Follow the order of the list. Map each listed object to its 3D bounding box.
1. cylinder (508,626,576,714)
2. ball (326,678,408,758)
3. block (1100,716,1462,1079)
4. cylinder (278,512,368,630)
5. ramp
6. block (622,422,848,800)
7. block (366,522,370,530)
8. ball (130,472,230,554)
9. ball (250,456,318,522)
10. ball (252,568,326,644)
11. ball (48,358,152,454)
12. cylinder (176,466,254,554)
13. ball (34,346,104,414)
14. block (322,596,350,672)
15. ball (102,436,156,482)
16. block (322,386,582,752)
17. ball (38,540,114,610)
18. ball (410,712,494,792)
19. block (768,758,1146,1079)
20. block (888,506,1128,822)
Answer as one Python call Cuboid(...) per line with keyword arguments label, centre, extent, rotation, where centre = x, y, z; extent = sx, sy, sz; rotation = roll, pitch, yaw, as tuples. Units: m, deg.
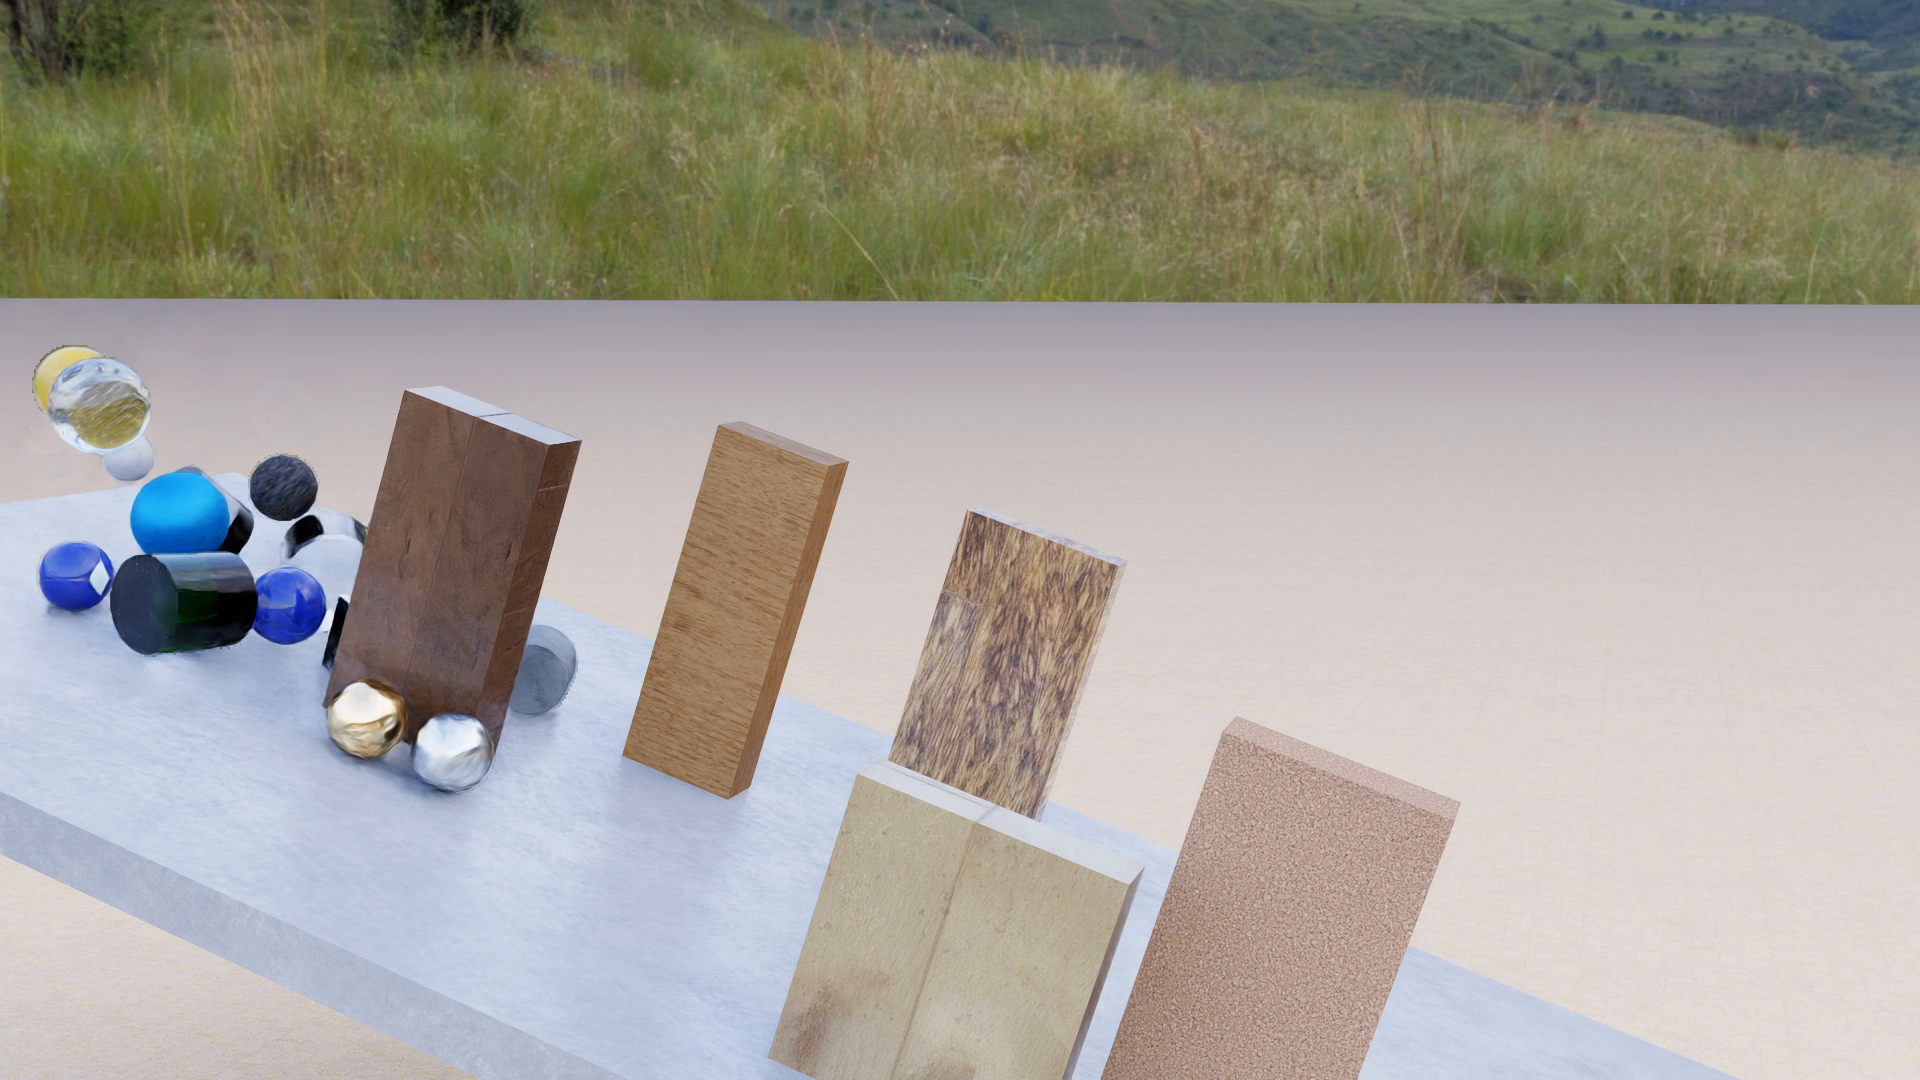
Cuboid(label="cylinder", centre=(-0.894, 0.272, 4.634), extent=(0.153, 0.153, 0.153), rotation=(0, 13, -2))
Cuboid(label="ball", centre=(-1.099, 0.332, 4.078), extent=(0.148, 0.148, 0.148), rotation=(0, 7, 0))
Cuboid(label="block", centre=(0.489, 0.675, 3.475), extent=(0.372, 0.695, 0.124), rotation=(21, 12, 14))
Cuboid(label="cylinder", centre=(-1.365, 0.066, 4.761), extent=(0.207, 0.207, 0.207), rotation=(-2, 18, -18))
Cuboid(label="ramp", centre=(-0.355, 0.669, 4.225), extent=(4.000, 0.100, 2.000), rotation=(21, 12, 14))
Cuboid(label="block", centre=(-0.459, 0.142, 4.473), extent=(0.246, 0.720, 0.119), rotation=(21, 12, 14))
Cuboid(label="block", centre=(-1.338, -0.021, 5.256), extent=(0.109, 0.109, 0.109), rotation=(-39, -8, -45))
Cuboid(label="ball", centre=(-1.631, -0.044, 4.600), extent=(0.197, 0.197, 0.197), rotation=(0, 7, 0))
Cuboid(label="ball", centre=(-1.476, -0.113, 4.798), extent=(0.143, 0.143, 0.143), rotation=(0, 7, 0))
Cuboid(label="ball", centre=(-1.365, 0.133, 4.457), extent=(0.157, 0.157, 0.157), rotation=(0, 7, 0))
Cuboid(label="ball", centre=(-1.714, -0.267, 4.381), extent=(0.193, 0.193, 0.193), rotation=(0, 7, 0))
Cuboid(label="cylinder", centre=(-1.663, -0.049, 4.811), extent=(0.163, 0.163, 0.163), rotation=(5, -31, 37))
Cuboid(label="ball", centre=(-1.841, -0.321, 4.585), extent=(0.164, 0.164, 0.164), rotation=(0, 7, 0))
Cuboid(label="block", centre=(-1.180, 0.215, 4.481), extent=(0.152, 0.152, 0.152), rotation=(6, 17, -45))
Cuboid(label="ball", centre=(-1.861, -0.186, 4.921), extent=(0.113, 0.113, 0.113), rotation=(0, 7, 0))
Cuboid(label="block", centre=(-0.979, 0.066, 4.231), extent=(0.315, 0.651, 0.135), rotation=(21, 12, 14))
Cuboid(label="ball", centre=(-1.748, 0.070, 4.348), extent=(0.140, 0.140, 0.140), rotation=(0, 7, 0))
Cuboid(label="ball", centre=(-0.934, 0.390, 4.046), extent=(0.149, 0.149, 0.149), rotation=(0, 7, 0))
Cuboid(label="block", centre=(-0.010, 0.650, 3.378), extent=(0.445, 0.486, 0.112), rotation=(21, 12, 14))
Cuboid(label="block", centre=(0.093, 0.289, 4.799), extent=(0.353, 0.641, 0.088), rotation=(21, 12, 14))
